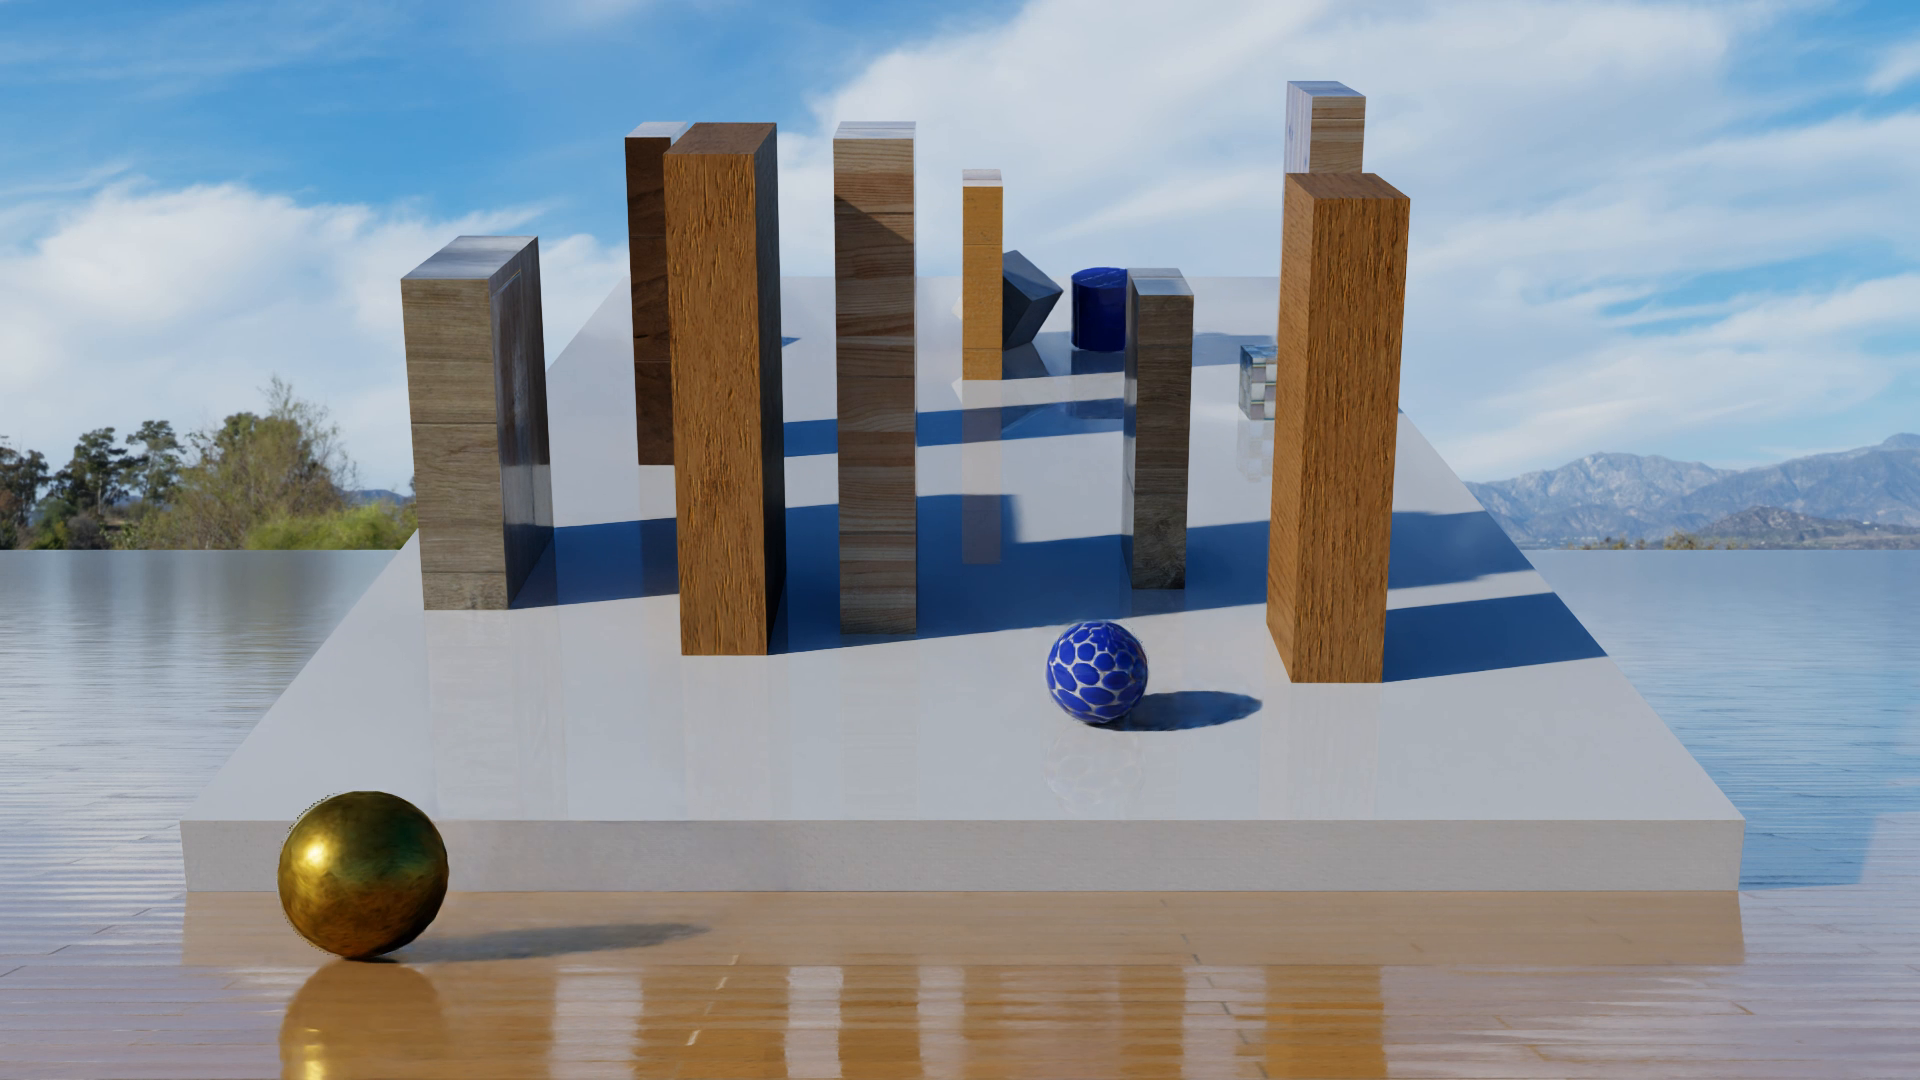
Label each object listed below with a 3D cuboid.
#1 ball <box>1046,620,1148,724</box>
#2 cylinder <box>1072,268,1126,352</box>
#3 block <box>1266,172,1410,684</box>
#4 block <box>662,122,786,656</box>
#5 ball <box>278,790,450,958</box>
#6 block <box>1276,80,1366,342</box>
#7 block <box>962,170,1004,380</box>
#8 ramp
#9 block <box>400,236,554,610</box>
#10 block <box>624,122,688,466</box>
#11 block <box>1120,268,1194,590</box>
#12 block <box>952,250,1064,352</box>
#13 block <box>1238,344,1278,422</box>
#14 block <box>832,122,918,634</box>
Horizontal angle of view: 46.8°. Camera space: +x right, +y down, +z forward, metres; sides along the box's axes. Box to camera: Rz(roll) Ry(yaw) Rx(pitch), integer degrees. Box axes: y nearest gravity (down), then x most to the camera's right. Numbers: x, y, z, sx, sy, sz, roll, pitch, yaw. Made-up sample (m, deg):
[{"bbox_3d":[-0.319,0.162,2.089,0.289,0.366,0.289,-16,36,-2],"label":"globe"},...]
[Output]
[{"bbox_3d":[0.194,0.187,3.144,0.146,0.146,0.146,0,0,0],"label":"ball"},{"bbox_3d":[0.369,-0.586,5.641,0.170,0.170,0.170,-1,25,0],"label":"cylinder"},{"bbox_3d":[0.562,-0.172,3.341,0.135,0.722,0.279,0,17,0],"label":"block"},{"bbox_3d":[-0.365,-0.251,3.521,0.132,0.769,0.431,0,17,0],"label":"block"},{"bbox_3d":[-0.647,0.362,2.408,0.180,0.180,0.180,0,0,0],"label":"ball"},{"bbox_3d":[0.884,-0.776,5.461,0.125,0.662,0.407,0,17,0],"label":"block"},{"bbox_3d":[0.053,-0.648,5.378,0.094,0.461,0.313,0,17,0],"label":"block"},{"bbox_3d":[-0.003,-0.169,4.760,2.000,0.100,4.000,0,17,0],"label":"ramp"},{"bbox_3d":[-0.810,-0.210,3.767,0.137,0.547,0.440,0,17,0],"label":"block"},{"bbox_3d":[-0.612,-0.511,4.569,0.090,0.664,0.285,0,17,0],"label":"block"},{"bbox_3d":[0.335,-0.195,3.798,0.089,0.502,0.261,0,17,0],"label":"block"},{"bbox_3d":[0.122,-0.609,5.643,0.170,0.170,0.170,42,32,15],"label":"block"},{"bbox_3d":[0.708,-0.352,4.952,0.142,0.142,0.142,-1,17,-4],"label":"block"},{"bbox_3d":[-0.130,-0.258,3.524,0.120,0.780,0.240,0,17,0],"label":"block"}]
